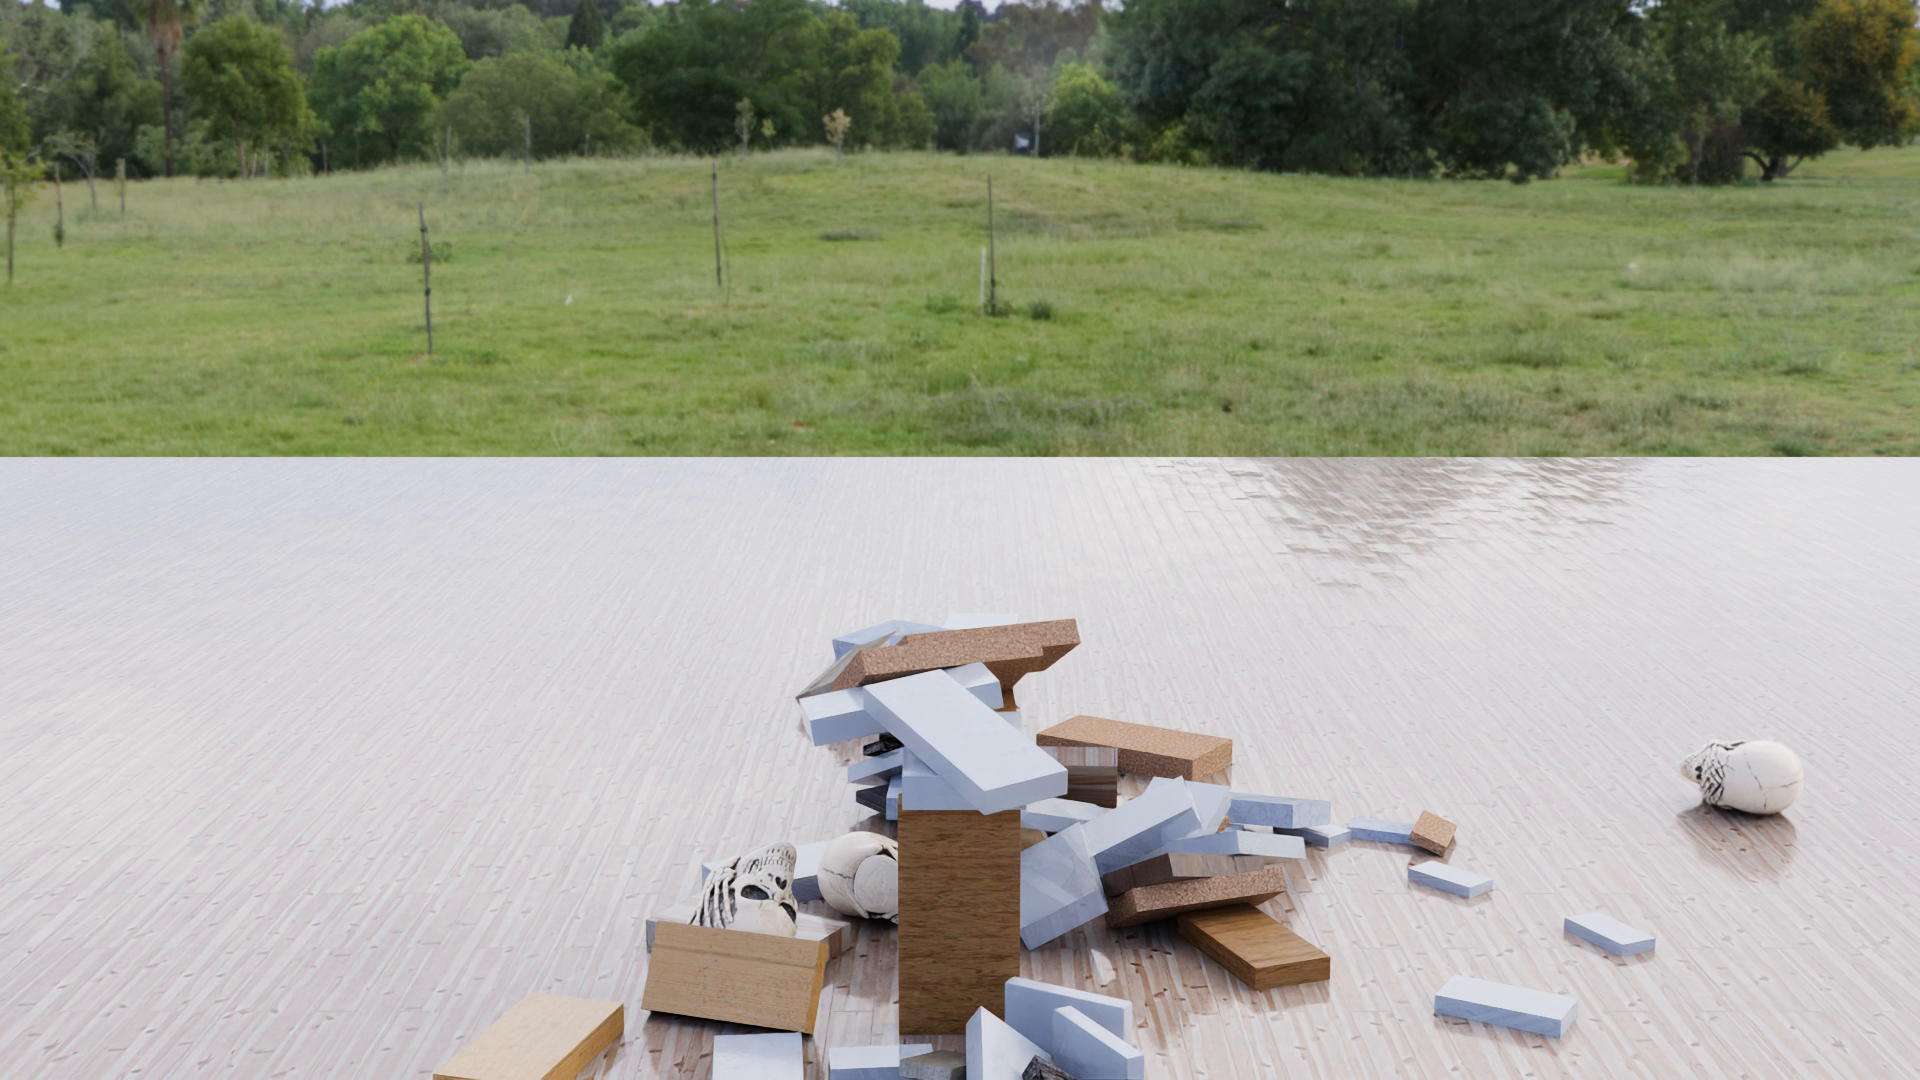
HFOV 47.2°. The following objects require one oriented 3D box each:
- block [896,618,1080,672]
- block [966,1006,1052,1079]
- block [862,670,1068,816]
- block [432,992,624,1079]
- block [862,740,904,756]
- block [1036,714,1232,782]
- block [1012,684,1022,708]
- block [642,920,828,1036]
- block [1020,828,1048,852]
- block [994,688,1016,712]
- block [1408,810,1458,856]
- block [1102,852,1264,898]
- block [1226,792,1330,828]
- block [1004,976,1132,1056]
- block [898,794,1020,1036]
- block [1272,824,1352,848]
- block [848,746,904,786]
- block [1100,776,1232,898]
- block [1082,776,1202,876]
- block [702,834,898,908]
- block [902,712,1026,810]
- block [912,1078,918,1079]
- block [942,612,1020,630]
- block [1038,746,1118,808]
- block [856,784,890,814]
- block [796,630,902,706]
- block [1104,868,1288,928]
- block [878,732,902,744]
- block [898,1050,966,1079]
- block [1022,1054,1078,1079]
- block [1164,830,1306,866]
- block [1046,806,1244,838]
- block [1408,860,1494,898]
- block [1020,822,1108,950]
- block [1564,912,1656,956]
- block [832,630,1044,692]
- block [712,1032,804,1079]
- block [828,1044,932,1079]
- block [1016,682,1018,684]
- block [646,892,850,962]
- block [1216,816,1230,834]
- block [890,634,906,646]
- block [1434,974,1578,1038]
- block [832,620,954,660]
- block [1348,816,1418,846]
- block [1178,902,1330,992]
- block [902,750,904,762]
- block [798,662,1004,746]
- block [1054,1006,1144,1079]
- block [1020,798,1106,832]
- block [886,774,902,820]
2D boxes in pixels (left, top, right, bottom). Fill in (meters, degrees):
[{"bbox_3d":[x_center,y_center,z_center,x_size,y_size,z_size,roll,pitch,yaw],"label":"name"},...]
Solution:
[{"bbox_3d":[0.029,0.184,3.574,0.300,0.042,0.150,-5,-19,-25],"label":"block"},{"bbox_3d":[0.065,0.694,2.839,0.119,0.034,0.238,37,8,-6],"label":"block"},{"bbox_3d":[0.002,0.276,3.059,0.127,0.036,0.364,-11,24,-26],"label":"block"},{"bbox_3d":[-0.582,0.695,2.992,0.143,0.041,0.286,3,11,15],"label":"block"},{"bbox_3d":[-0.109,0.392,4.062,0.126,0.018,0.063,11,-19,-30],"label":"block"},{"bbox_3d":[0.351,0.421,4.442,0.354,0.050,0.177,7,12,32],"label":"block"},{"bbox_3d":[0.022,0.307,4.708,0.155,0.044,0.310,1,-15,16],"label":"block"},{"bbox_3d":[-0.322,0.623,3.137,0.254,0.127,0.036,4,-17,19],"label":"block"},{"bbox_3d":[0.100,0.525,3.780,0.101,0.029,0.202,-40,13,1],"label":"block"},{"bbox_3d":[0.009,0.279,3.496,0.157,0.045,0.315,0,10,-1],"label":"block"},{"bbox_3d":[0.844,0.522,3.922,0.067,0.019,0.133,25,18,15],"label":"block"},{"bbox_3d":[0.361,0.536,3.509,0.130,0.037,0.261,-25,-23,36],"label":"block"},{"bbox_3d":[0.503,0.484,3.972,0.293,0.042,0.147,1,-3,36],"label":"block"},{"bbox_3d":[0.148,0.664,3.020,0.183,0.091,0.026,6,12,29],"label":"block"},{"bbox_3d":[-0.001,0.525,3.086,0.170,0.339,0.048,0,11,-1],"label":"block"},{"bbox_3d":[0.635,0.525,3.971,0.064,0.018,0.128,-9,14,-41],"label":"block"},{"bbox_3d":[-0.106,0.424,4.081,0.114,0.032,0.229,11,-19,-28],"label":"block"},{"bbox_3d":[0.347,0.510,3.743,0.140,0.040,0.307,5,29,25],"label":"block"},{"bbox_3d":[0.263,0.498,3.680,0.279,0.040,0.139,-27,14,6],"label":"block"},{"bbox_3d":[-0.267,0.561,3.707,0.300,0.042,0.150,-6,12,-31],"label":"block"},{"bbox_3d":[0.005,0.314,3.163,0.170,0.048,0.339,0,10,0],"label":"block"},{"bbox_3d":[0.006,0.708,2.865,0.071,0.020,0.141,4,-6,32],"label":"block"},{"bbox_3d":[0.033,0.265,5.282,0.177,0.050,0.598,1,11,5],"label":"block"},{"bbox_3d":[0.145,0.442,4.083,0.293,0.147,0.042,1,50,4],"label":"block"},{"bbox_3d":[-0.118,0.485,4.059,0.076,0.022,0.152,-8,13,-36],"label":"block"},{"bbox_3d":[-0.240,0.291,4.895,0.144,0.041,0.289,-23,8,27],"label":"block"},{"bbox_3d":[0.373,0.570,3.498,0.261,0.037,0.130,-4,-20,-20],"label":"block"},{"bbox_3d":[-0.075,0.376,4.106,0.114,0.032,0.229,1,-14,8],"label":"block"},{"bbox_3d":[-0.018,0.684,2.854,0.071,0.020,0.141,5,-5,23],"label":"block"},{"bbox_3d":[0.146,0.721,2.727,0.109,0.031,0.219,32,5,-11],"label":"block"},{"bbox_3d":[0.460,0.516,3.650,0.130,0.037,0.261,-15,-17,30],"label":"block"},{"bbox_3d":[0.257,0.521,3.926,0.474,0.042,0.147,4,11,23],"label":"block"},{"bbox_3d":[0.828,0.572,3.714,0.064,0.018,0.128,-9,14,-39],"label":"block"},{"bbox_3d":[0.153,0.554,3.536,0.139,0.040,0.279,-28,14,4],"label":"block"},{"bbox_3d":[1.022,0.619,3.461,0.067,0.019,0.133,-5,12,-25],"label":"block"},{"bbox_3d":[-0.036,0.204,3.448,0.300,0.042,0.150,-5,-23,-24],"label":"block"},{"bbox_3d":[-0.266,0.715,2.901,0.119,0.034,0.238,-1,11,-5],"label":"block"},{"bbox_3d":[-0.106,0.708,2.977,0.141,0.020,0.071,-1,11,-6],"label":"block"},{"bbox_3d":[0.012,0.296,4.816,0.207,0.029,0.103,12,-16,-25],"label":"block"},{"bbox_3d":[-0.331,0.614,3.430,0.286,0.041,0.143,6,12,29],"label":"block"},{"bbox_3d":[0.397,0.505,3.806,0.133,0.019,0.067,-28,33,-34],"label":"block"},{"bbox_3d":[-0.040,0.281,4.096,0.144,0.041,0.440,-4,-27,2],"label":"block"},{"bbox_3d":[0.787,0.670,3.168,0.183,0.026,0.091,6,12,30],"label":"block"},{"bbox_3d":[-0.143,0.248,5.183,0.177,0.050,0.354,-17,10,-28],"label":"block"},{"bbox_3d":[0.769,0.525,3.969,0.128,0.018,0.064,5,11,24],"label":"block"},{"bbox_3d":[0.449,0.624,3.388,0.127,0.036,0.254,-4,11,-21],"label":"block"},{"bbox_3d":[0.000,0.484,3.310,0.170,0.339,0.048,0,10,0],"label":"block"},{"bbox_3d":[-0.090,0.245,3.302,0.286,0.041,0.143,-11,10,-9],"label":"block"},{"bbox_3d":[0.181,0.689,2.888,0.026,0.091,0.183,-6,12,-28],"label":"block"},{"bbox_3d":[0.162,0.474,3.795,0.236,0.029,0.101,12,9,-33],"label":"block"},{"bbox_3d":[0.016,0.468,3.981,0.289,0.041,0.144,1,11,2],"label":"block"}]
